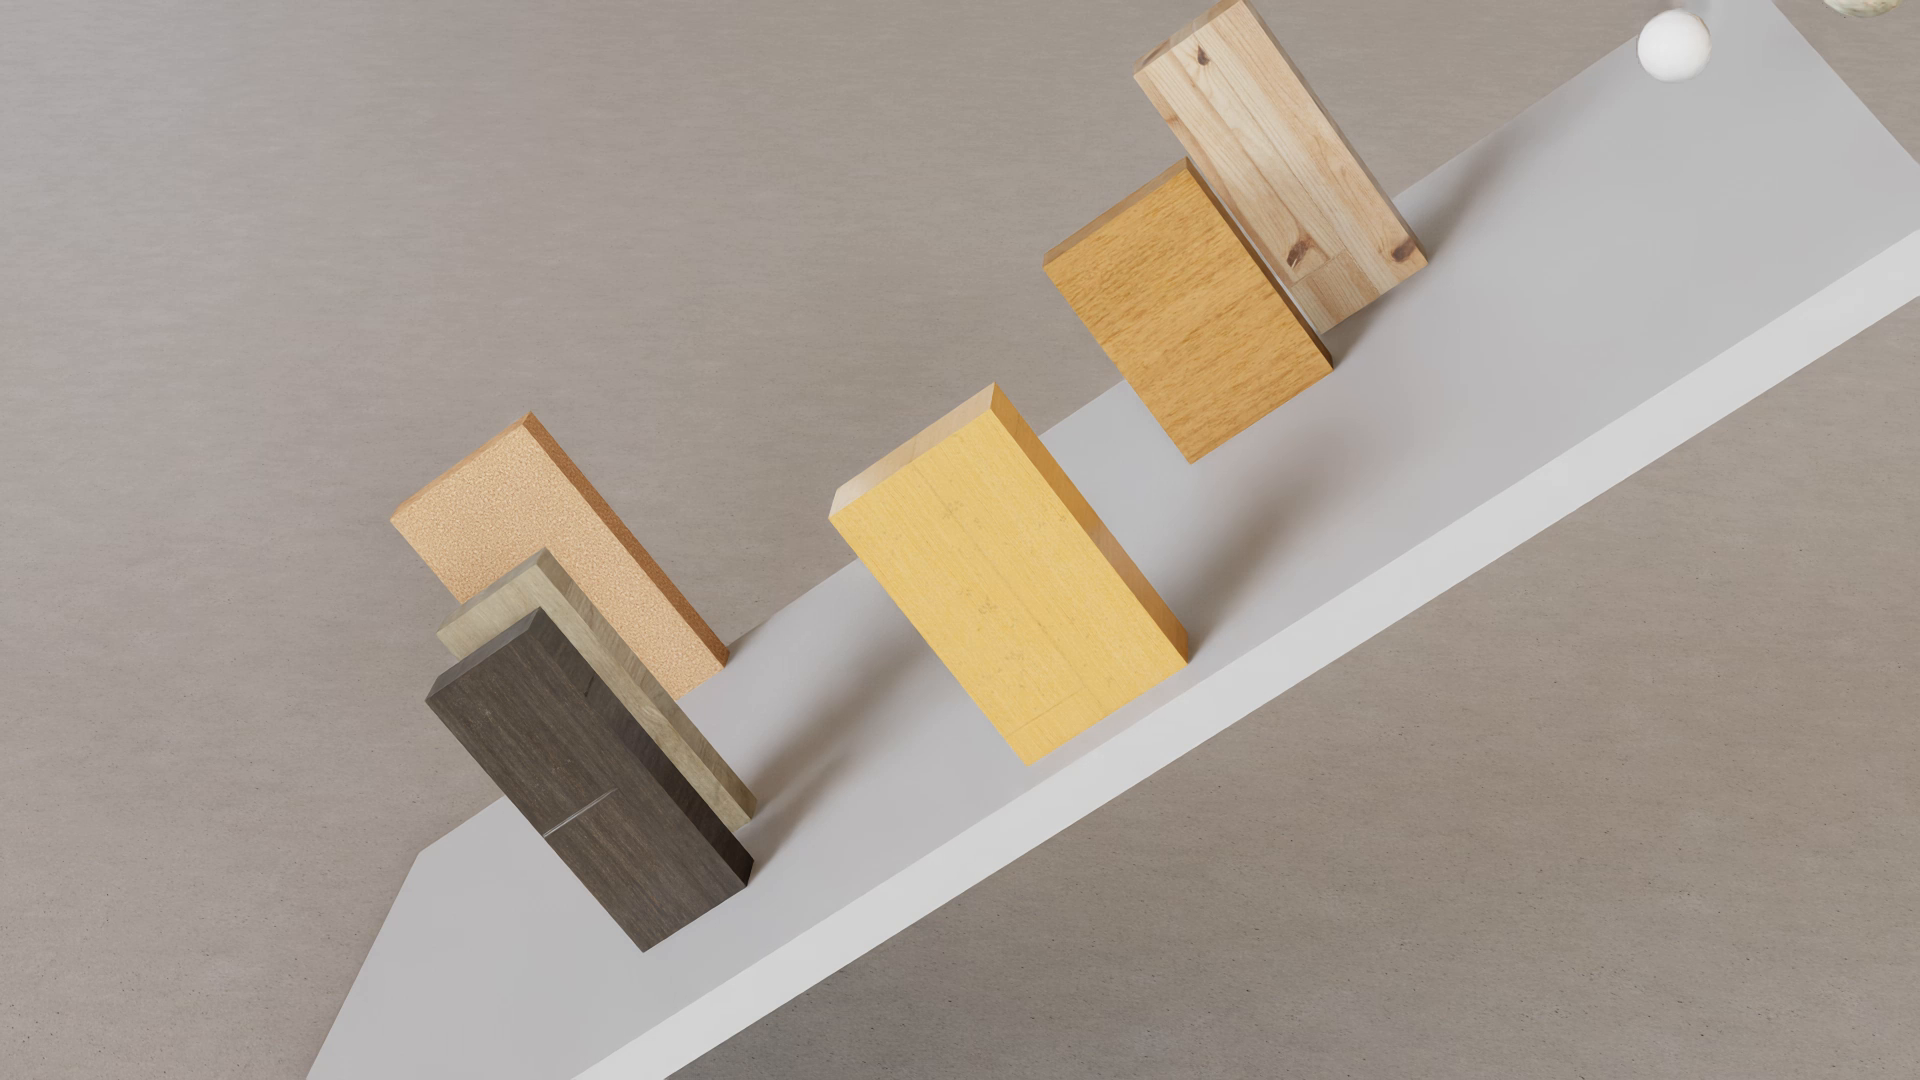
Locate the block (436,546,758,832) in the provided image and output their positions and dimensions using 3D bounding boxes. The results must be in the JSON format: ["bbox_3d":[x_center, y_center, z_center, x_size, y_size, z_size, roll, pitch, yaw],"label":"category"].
[{"bbox_3d":[-0.762,0.377,6.211,0.275,0.719,0.094,-34,16,16],"label":"block"}]

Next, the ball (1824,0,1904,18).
[{"bbox_3d":[1.711,-1.087,5.552,0.201,0.201,0.201,0,22,0],"label":"ball"}]

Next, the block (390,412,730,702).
[{"bbox_3d":[-0.993,0.117,7.331,0.432,0.792,0.098,-34,16,16],"label":"block"}]

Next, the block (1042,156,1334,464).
[{"bbox_3d":[0.482,-0.481,6.205,0.367,0.538,0.101,-34,16,16],"label":"block"}]

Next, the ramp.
[{"bbox_3d":[0.131,0.177,6.317,4.000,0.100,2.000,-34,16,16],"label":"ramp"}]

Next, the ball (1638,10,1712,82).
[{"bbox_3d":[1.407,-0.971,5.786,0.143,0.143,0.143,0,22,0],"label":"ball"}]

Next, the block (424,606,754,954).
[{"bbox_3d":[-0.738,0.485,5.902,0.270,0.690,0.114,-34,16,16],"label":"block"}]

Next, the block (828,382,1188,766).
[{"bbox_3d":[0.094,0.067,5.386,0.363,0.606,0.146,-34,16,16],"label":"block"}]

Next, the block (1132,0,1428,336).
[{"bbox_3d":[0.694,-0.816,6.362,0.279,0.709,0.129,-34,16,16],"label":"block"}]
